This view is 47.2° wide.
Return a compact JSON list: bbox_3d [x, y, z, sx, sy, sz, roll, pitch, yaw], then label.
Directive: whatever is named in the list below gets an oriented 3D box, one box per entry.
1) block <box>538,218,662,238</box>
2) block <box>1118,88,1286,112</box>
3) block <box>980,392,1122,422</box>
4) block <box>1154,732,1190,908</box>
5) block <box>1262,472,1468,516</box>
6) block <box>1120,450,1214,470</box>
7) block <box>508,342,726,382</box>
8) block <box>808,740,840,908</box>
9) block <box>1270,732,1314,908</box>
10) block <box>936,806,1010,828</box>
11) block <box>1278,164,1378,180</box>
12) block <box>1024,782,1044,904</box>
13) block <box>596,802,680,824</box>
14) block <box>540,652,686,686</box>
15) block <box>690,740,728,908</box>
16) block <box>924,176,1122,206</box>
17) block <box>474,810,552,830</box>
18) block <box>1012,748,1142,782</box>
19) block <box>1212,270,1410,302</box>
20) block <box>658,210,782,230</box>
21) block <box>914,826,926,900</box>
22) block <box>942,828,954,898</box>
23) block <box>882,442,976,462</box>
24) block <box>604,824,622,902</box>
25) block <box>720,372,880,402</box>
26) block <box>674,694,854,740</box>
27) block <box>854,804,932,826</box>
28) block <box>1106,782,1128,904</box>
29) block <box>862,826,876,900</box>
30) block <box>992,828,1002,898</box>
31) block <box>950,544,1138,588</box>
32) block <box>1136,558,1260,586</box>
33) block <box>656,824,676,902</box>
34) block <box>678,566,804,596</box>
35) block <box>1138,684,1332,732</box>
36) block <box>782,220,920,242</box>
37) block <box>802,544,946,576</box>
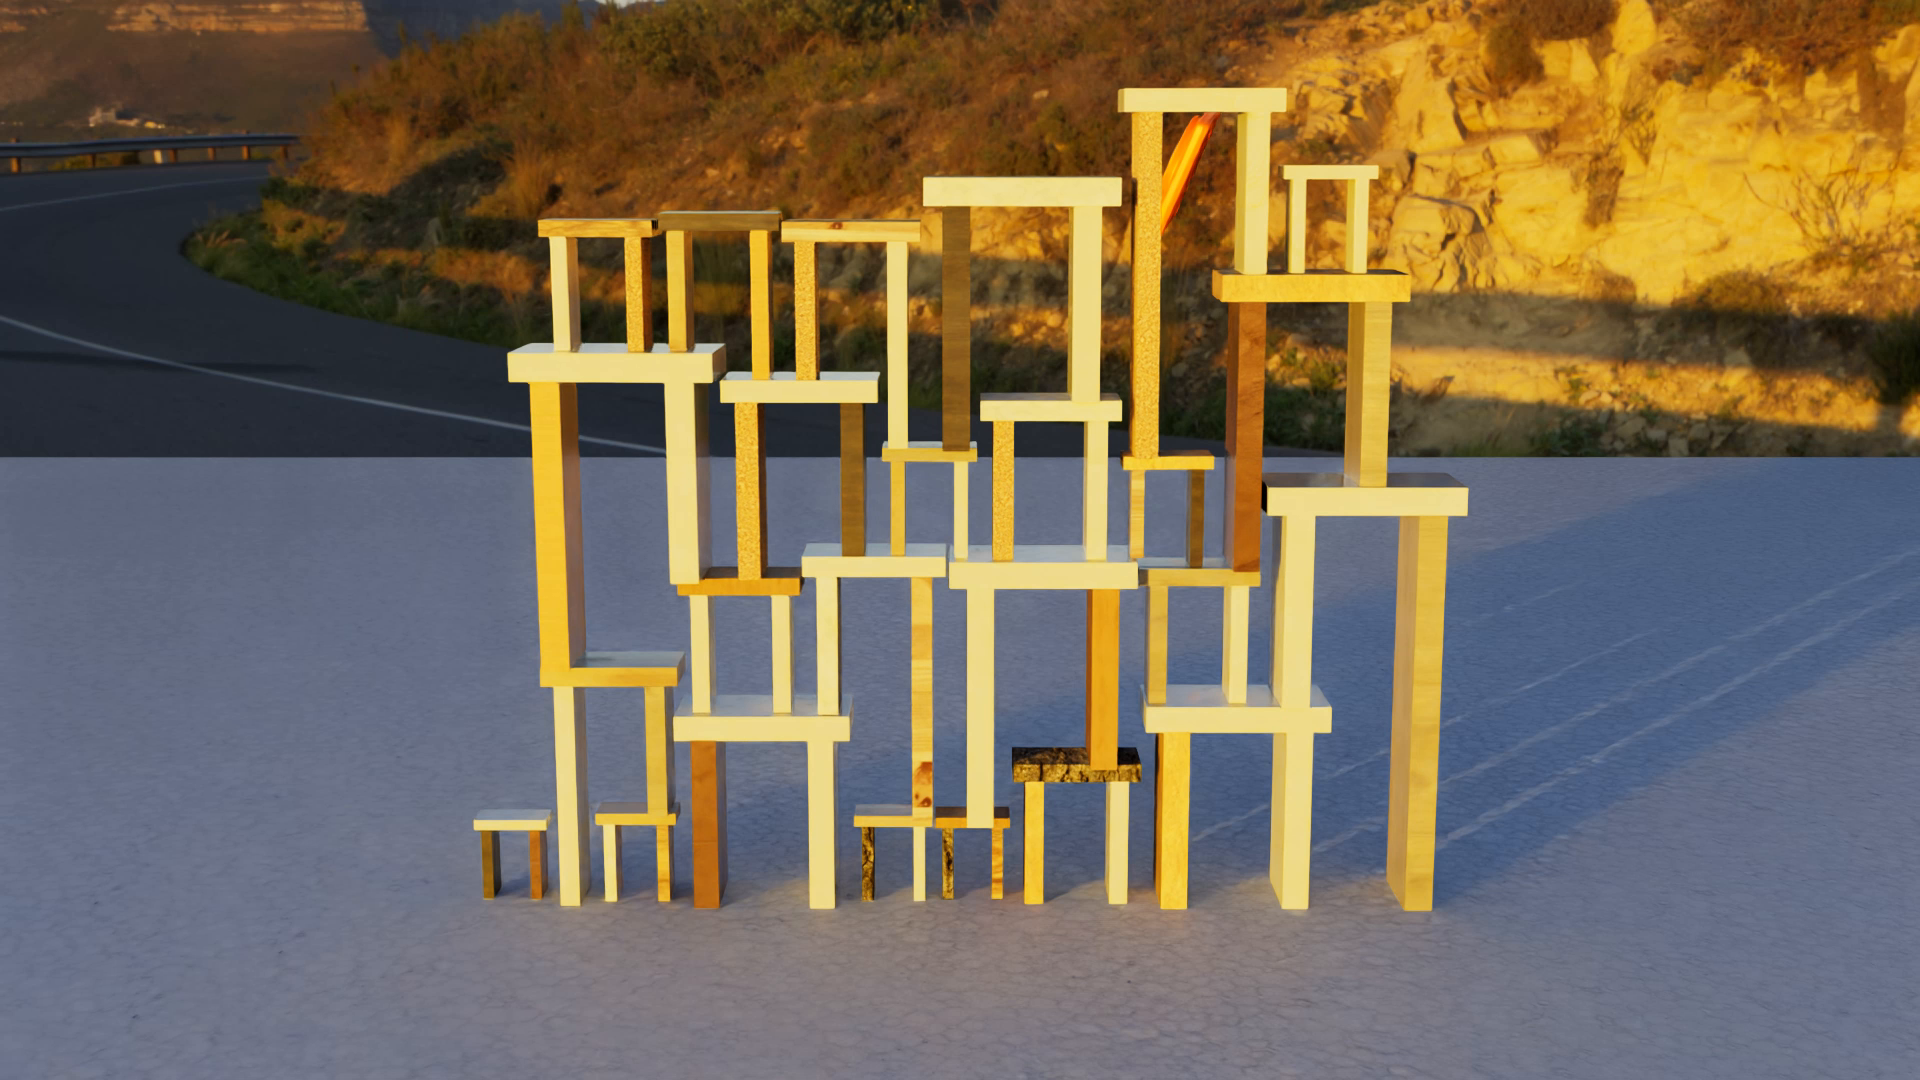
[{"bbox_3d":[-0.566,-0.492,3.460,0.177,0.025,0.089,1,11,2],"label":"block"},{"bbox_3d":[0.375,-0.685,3.429,0.248,0.035,0.124,0,11,-1],"label":"block"},{"bbox_3d":[0.144,-0.214,3.519,0.223,0.032,0.112,0,11,0],"label":"block"},{"bbox_3d":[0.350,0.443,3.643,0.042,0.298,0.149,0,11,0],"label":"block"},{"bbox_3d":[0.643,-0.075,3.543,0.314,0.044,0.157,0,11,0],"label":"block"},{"bbox_3d":[0.332,-0.129,3.533,0.143,0.020,0.072,0,11,-1],"label":"block"},{"bbox_3d":[-0.542,-0.283,3.499,0.320,0.045,0.160,0,11,2],"label":"block"},{"bbox_3d":[-0.225,0.451,3.643,0.040,0.284,0.142,0,11,0],"label":"block"},{"bbox_3d":[0.548,0.443,3.643,0.042,0.298,0.149,0,11,0],"label":"block"},{"bbox_3d":[0.021,0.460,3.650,0.122,0.017,0.061,0,11,0],"label":"block"},{"bbox_3d":[0.577,-0.578,3.450,0.146,0.021,0.073,0,11,0],"label":"block"},{"bbox_3d":[0.122,0.487,3.653,0.029,0.208,0.104,0,11,0],"label":"block"},{"bbox_3d":[-0.532,0.452,3.640,0.131,0.019,0.066,0,11,0],"label":"block"},{"bbox_3d":[-0.566,0.211,3.596,0.220,0.031,0.110,0,11,0],"label":"block"},{"bbox_3d":[-0.414,0.451,3.643,0.040,0.284,0.142,0,11,0],"label":"block"},{"bbox_3d":[0.096,-0.549,3.453,0.304,0.043,0.152,0,11,0],"label":"block"},{"bbox_3d":[-0.741,0.464,3.650,0.119,0.017,0.059,0,11,0],"label":"block"},{"bbox_3d":[0.191,0.371,3.631,0.208,0.029,0.104,0,11,0],"label":"block"},{"bbox_3d":[0.553,-0.403,3.481,0.292,0.041,0.146,0,11,0],"label":"block"},{"bbox_3d":[-0.377,-0.503,3.465,0.187,0.027,0.094,0,11,-2],"label":"block"},{"bbox_3d":[-0.067,0.528,3.654,0.018,0.128,0.064,0,11,0],"label":"block"},{"bbox_3d":[-0.020,0.529,3.663,0.017,0.122,0.061,0,11,0],"label":"block"},{"bbox_3d":[-0.048,-0.142,3.527,0.150,0.021,0.075,0,11,0],"label":"block"},{"bbox_3d":[-0.576,0.526,3.654,0.019,0.131,0.066,0,11,0],"label":"block"},{"bbox_3d":[-0.253,-0.244,3.514,0.247,0.035,0.123,0,11,0],"label":"block"},{"bbox_3d":[-0.320,0.292,3.614,0.284,0.040,0.142,0,11,0],"label":"block"},{"bbox_3d":[-0.110,0.456,3.641,0.128,0.018,0.064,0,11,1],"label":"block"},{"bbox_3d":[0.260,0.487,3.653,0.029,0.208,0.104,0,11,0],"label":"block"},{"bbox_3d":[-0.152,0.528,3.655,0.018,0.128,0.064,0,11,0],"label":"block"},{"bbox_3d":[0.062,0.529,3.663,0.017,0.122,0.061,0,11,0],"label":"block"},{"bbox_3d":[0.132,0.043,3.563,0.299,0.042,0.149,0,11,0],"label":"block"},{"bbox_3d":[0.384,0.051,3.566,0.194,0.028,0.097,0,11,0],"label":"block"},{"bbox_3d":[-0.488,0.526,3.654,0.019,0.131,0.066,0,11,0],"label":"block"},{"bbox_3d":[-0.354,0.066,3.571,0.195,0.028,0.098,0,11,1],"label":"block"},{"bbox_3d":[0.449,0.276,3.612,0.298,0.042,0.149,0,11,0],"label":"block"},{"bbox_3d":[-0.170,-0.488,3.469,0.215,0.030,0.108,0,11,0],"label":"block"},{"bbox_3d":[-0.137,0.032,3.560,0.229,0.032,0.114,0,11,1],"label":"block"}]
